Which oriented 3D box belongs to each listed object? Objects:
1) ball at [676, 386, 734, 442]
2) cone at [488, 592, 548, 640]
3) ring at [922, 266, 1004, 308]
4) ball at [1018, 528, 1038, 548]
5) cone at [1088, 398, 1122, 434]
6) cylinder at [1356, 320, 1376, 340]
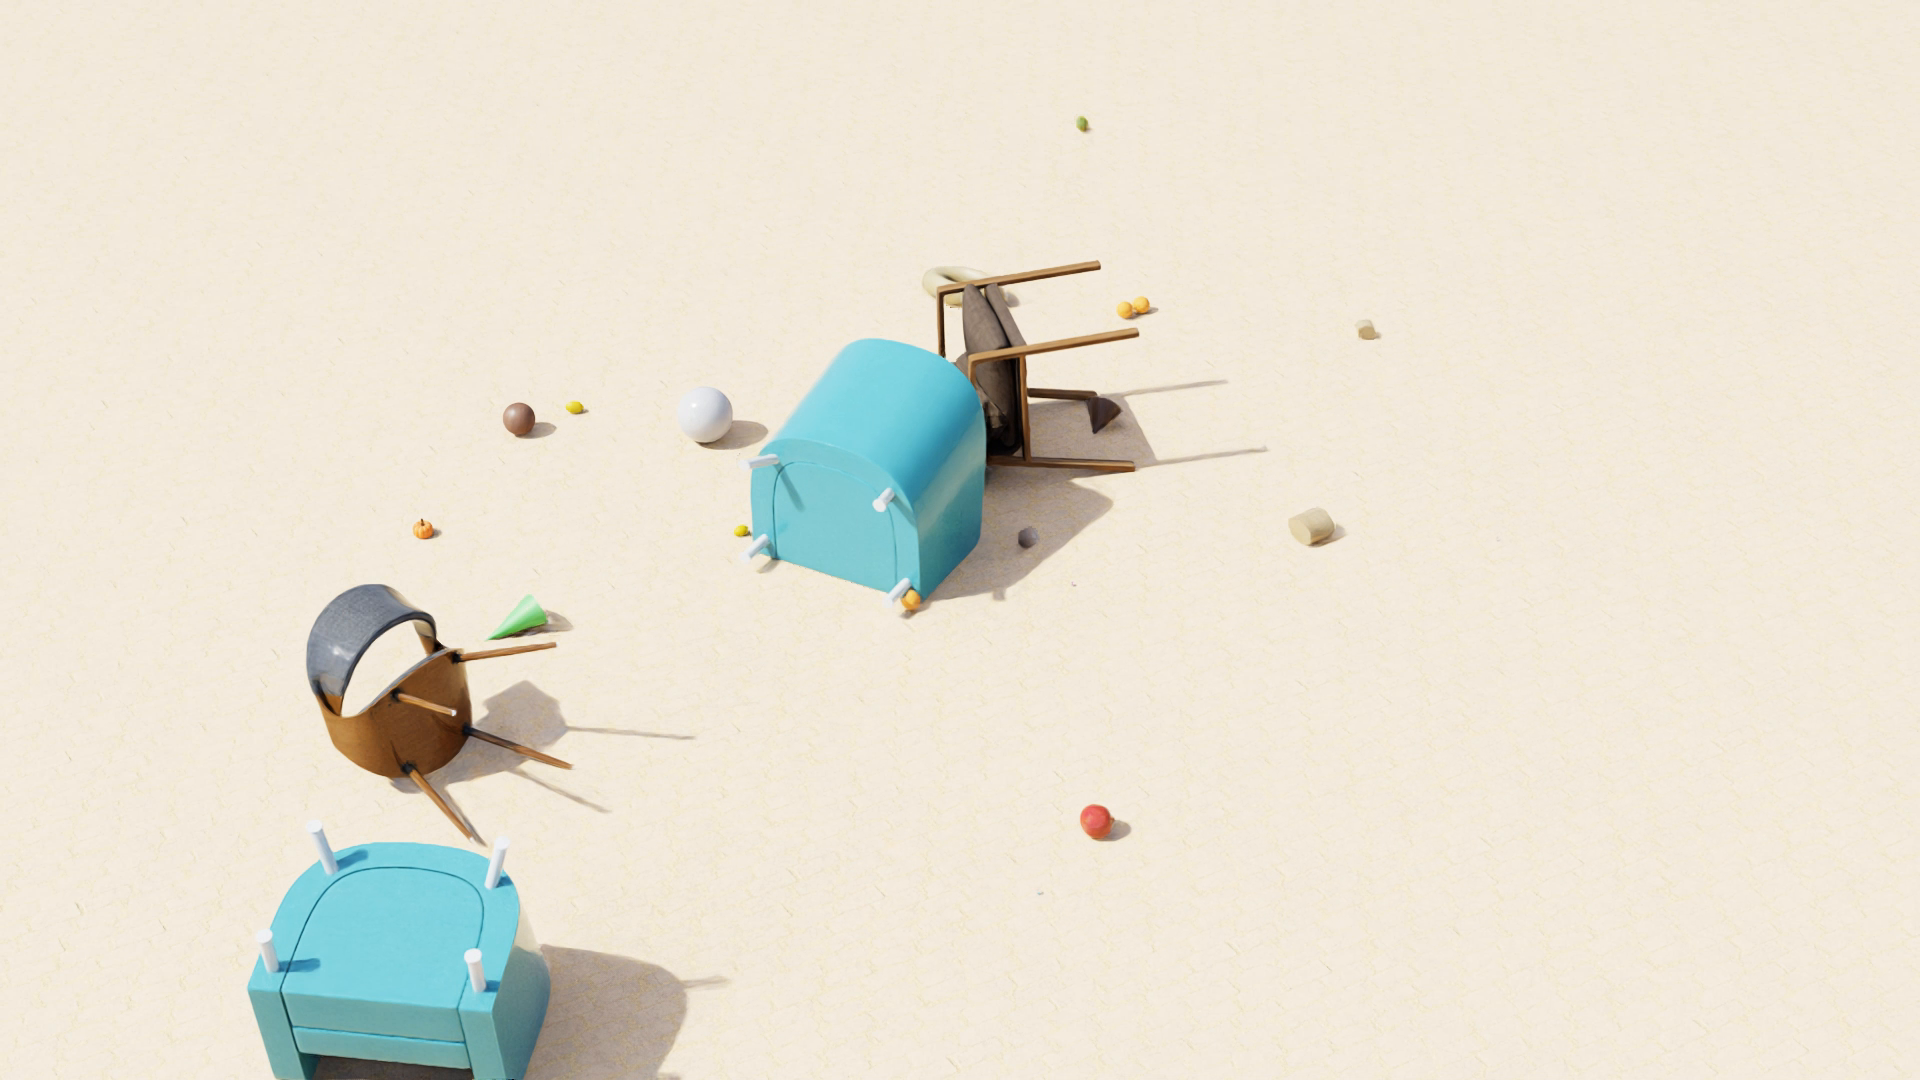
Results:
[{"bbox_3d":[-0.999,-0.492,11.489,0.223,0.223,0.223,0,33,0],"label":"ball"},{"bbox_3d":[-1.595,0.300,10.425,0.222,0.125,0.175,-33,4,-14],"label":"cone"},{"bbox_3d":[0.014,-1.075,12.474,0.380,0.114,0.207,15,37,23],"label":"ring"},{"bbox_3d":[0.251,-0.007,10.887,0.074,0.074,0.074,0,33,0],"label":"ball"},{"bbox_3d":[0.550,-0.472,11.608,0.147,0.123,0.139,6,57,28],"label":"cone"},{"bbox_3d":[1.689,-0.877,12.213,0.078,0.067,0.058,16,31,-14],"label":"cylinder"}]
